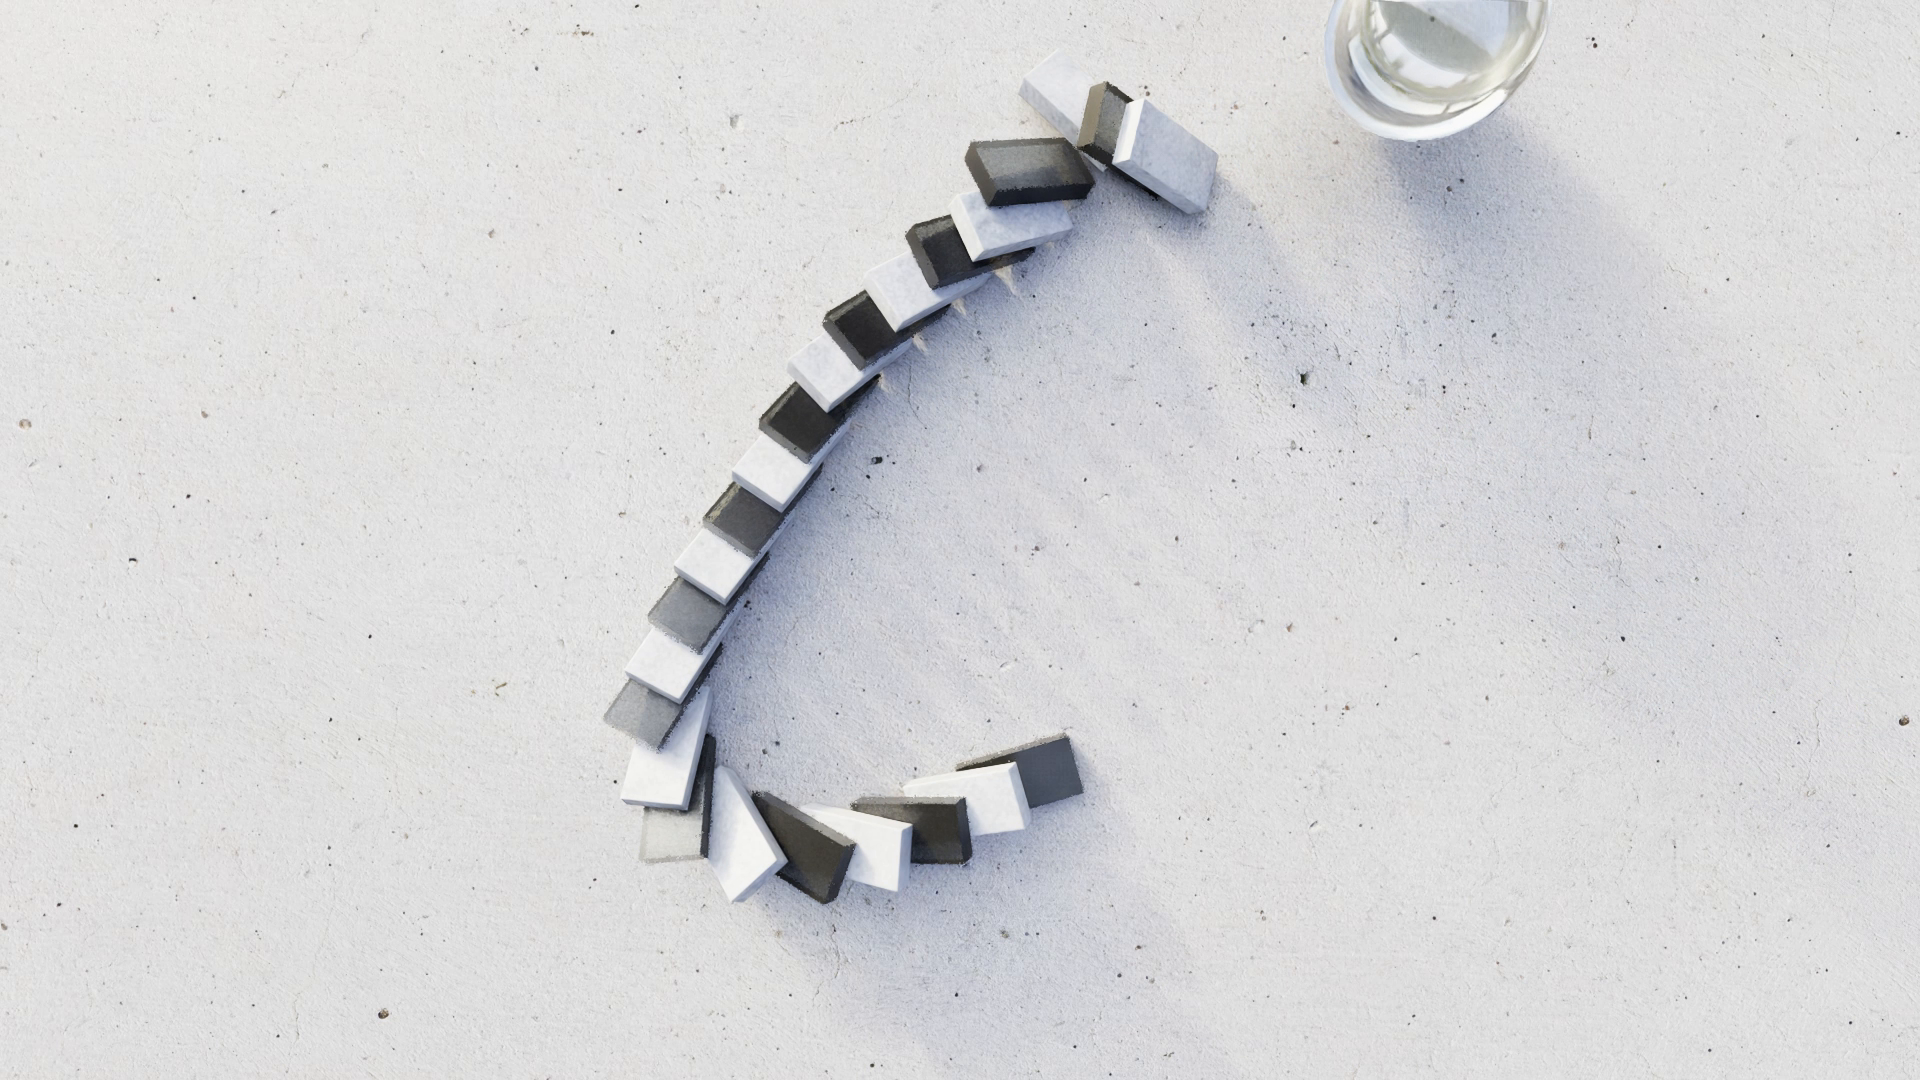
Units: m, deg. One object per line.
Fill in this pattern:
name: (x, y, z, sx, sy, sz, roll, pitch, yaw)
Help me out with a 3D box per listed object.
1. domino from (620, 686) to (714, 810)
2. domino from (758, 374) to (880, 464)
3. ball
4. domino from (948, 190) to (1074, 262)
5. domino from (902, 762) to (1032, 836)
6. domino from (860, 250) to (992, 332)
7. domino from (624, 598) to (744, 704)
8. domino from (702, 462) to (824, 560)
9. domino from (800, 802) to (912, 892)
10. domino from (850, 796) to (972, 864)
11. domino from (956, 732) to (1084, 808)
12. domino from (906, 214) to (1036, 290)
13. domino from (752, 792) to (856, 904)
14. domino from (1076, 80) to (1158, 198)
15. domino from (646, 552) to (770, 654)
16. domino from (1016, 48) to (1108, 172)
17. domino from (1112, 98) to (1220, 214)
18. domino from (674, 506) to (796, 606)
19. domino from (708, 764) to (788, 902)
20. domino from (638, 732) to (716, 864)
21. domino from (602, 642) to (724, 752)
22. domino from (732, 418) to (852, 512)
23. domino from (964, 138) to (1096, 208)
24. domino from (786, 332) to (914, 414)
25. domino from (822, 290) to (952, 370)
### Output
domino: (-0.122, 0.085, 0.383, 0.025, 0.010, 0.050, 5, 60, 2)
domino: (-0.059, -0.058, 0.385, 0.025, 0.010, 0.050, 37, 65, 0)
ball: (0.186, -0.200, 0.360, 0.080, 0.080, 0.080, 0, 90, 0)
domino: (0.022, -0.135, 0.383, 0.050, 0.009, 0.025, -24, 89, -30)
domino: (0.003, 0.111, 0.385, 0.050, 0.009, 0.025, -16, 90, 25)
domino: (-0.014, -0.110, 0.385, 0.050, 0.009, 0.025, -35, 90, -26)
domino: (-0.115, 0.040, 0.384, 0.025, 0.009, 0.050, 28, 63, 0)
domino: (-0.082, -0.019, 0.385, 0.025, 0.010, 0.050, 34, 64, 0)
domino: (-0.045, 0.128, 0.385, 0.050, 0.009, 0.025, 4, 90, 26)
domino: (-0.021, 0.122, 0.385, 0.050, 0.009, 0.025, -8, 90, 24)
domino: (0.025, 0.103, 0.395, 0.050, 0.010, 0.025, -16, 90, 0)
domino: (0.005, -0.125, 0.385, 0.050, 0.010, 0.025, -25, 90, -26)
domino: (-0.070, 0.128, 0.385, 0.050, 0.009, 0.025, 20, 90, 27)
domino: (0.072, -0.165, 0.381, 0.050, 0.010, 0.025, 13, 90, -38)
domino: (-0.105, 0.020, 0.385, 0.025, 0.010, 0.050, 32, 63, 0)
domino: (0.052, -0.183, 0.391, 0.050, 0.009, 0.025, 43, 67, 0)
domino: (0.086, -0.158, 0.381, 0.050, 0.010, 0.025, 14, 90, -38)
domino: (-0.094, 0.000, 0.385, 0.025, 0.009, 0.050, 33, 64, 0)
domino: (-0.095, 0.122, 0.383, 0.025, 0.010, 0.050, -42, 60, 0)
domino: (-0.117, 0.107, 0.383, 0.025, 0.010, 0.050, -6, 59, 3)
domino: (-0.124, 0.060, 0.384, 0.025, 0.009, 0.050, 27, 63, 1)
domino: (-0.070, -0.038, 0.385, 0.025, 0.010, 0.050, 34, 65, 0)
domino: (0.029, -0.153, 0.381, 0.050, 0.009, 0.025, -16, 73, -28)
domino: (-0.046, -0.078, 0.385, 0.025, 0.009, 0.050, 46, 64, 0)
domino: (-0.030, -0.095, 0.385, 0.050, 0.009, 0.025, -39, 90, -26)
